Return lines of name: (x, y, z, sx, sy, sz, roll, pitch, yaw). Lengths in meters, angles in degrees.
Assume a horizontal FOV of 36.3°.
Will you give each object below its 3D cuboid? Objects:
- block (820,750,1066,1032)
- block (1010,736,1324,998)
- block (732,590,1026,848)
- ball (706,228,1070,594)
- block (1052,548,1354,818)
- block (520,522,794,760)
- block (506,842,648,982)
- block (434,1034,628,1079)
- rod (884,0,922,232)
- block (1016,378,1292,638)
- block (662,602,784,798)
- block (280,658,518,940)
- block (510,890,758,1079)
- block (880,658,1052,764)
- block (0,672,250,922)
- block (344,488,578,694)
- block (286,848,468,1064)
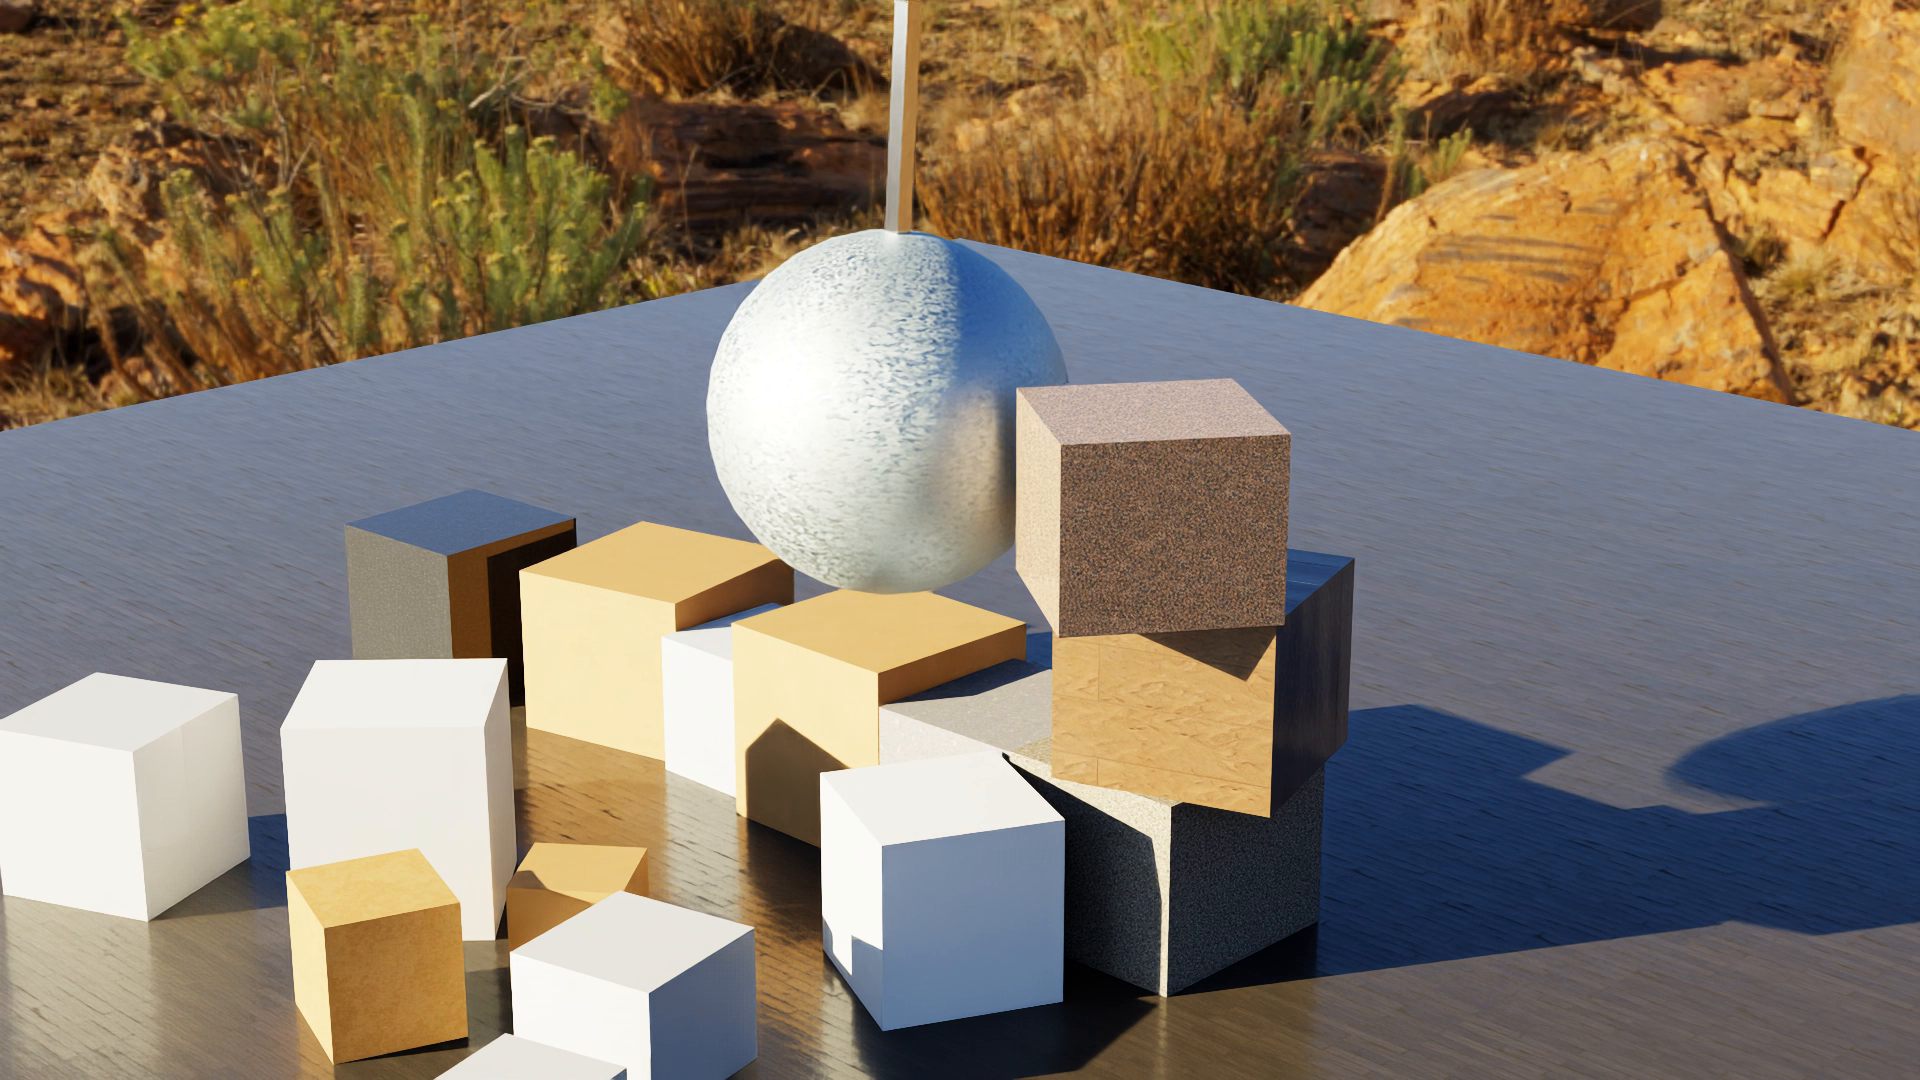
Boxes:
block: (-0.082, 1.457, 12.341, 0.791, 0.820, 0.823, -6, 18, -19)
block: (0.901, 1.296, 12.787, 0.898, 0.859, 1.048, 16, 23, 41)
block: (-0.383, 0.856, 14.000, 0.993, 0.973, 0.975, 16, 24, 42)
ball: (-0.310, -0.559, 12.841, 1.600, 1.600, 1.600, 0, 17, 0)
block: (1.031, 0.537, 12.386, 0.973, 0.830, 0.960, 8, 19, 25)
block: (-1.562, 0.514, 15.287, 0.996, 0.853, 1.016, 11, 20, 31)
block: (-1.625, 1.600, 12.522, 0.496, 0.438, 0.475, 2, 18, 7)
block: (-1.570, 2.167, 10.652, 0.552, 0.478, 0.487, 10, 20, 28)
rod: (-0.134, -3.847, 11.992, 0.080, 5.200, 0.080, 17, 20, 42)
block: (0.761, -0.145, 11.861, 0.915, 0.785, 0.888, -3, 18, -9)
block: (-0.973, 0.805, 14.609, 0.682, 0.705, 0.737, 16, 24, 42)
block: (-2.473, 1.146, 13.038, 0.861, 0.996, 0.858, -1, 17, -2)
block: (-1.278, 1.836, 11.555, 0.673, 0.569, 0.683, 11, 20, 30)
block: (0.252, 1.133, 13.374, 0.847, 0.819, 0.900, 16, 23, 41)
block: (-3.814, 1.153, 13.334, 0.786, 0.805, 0.773, 7, 19, 21)
block: (-2.688, 0.311, 15.908, 0.853, 0.868, 0.889, 15, 23, 39)
block: (-2.384, 1.689, 11.977, 0.554, 0.595, 0.610, -8, 19, -25)
